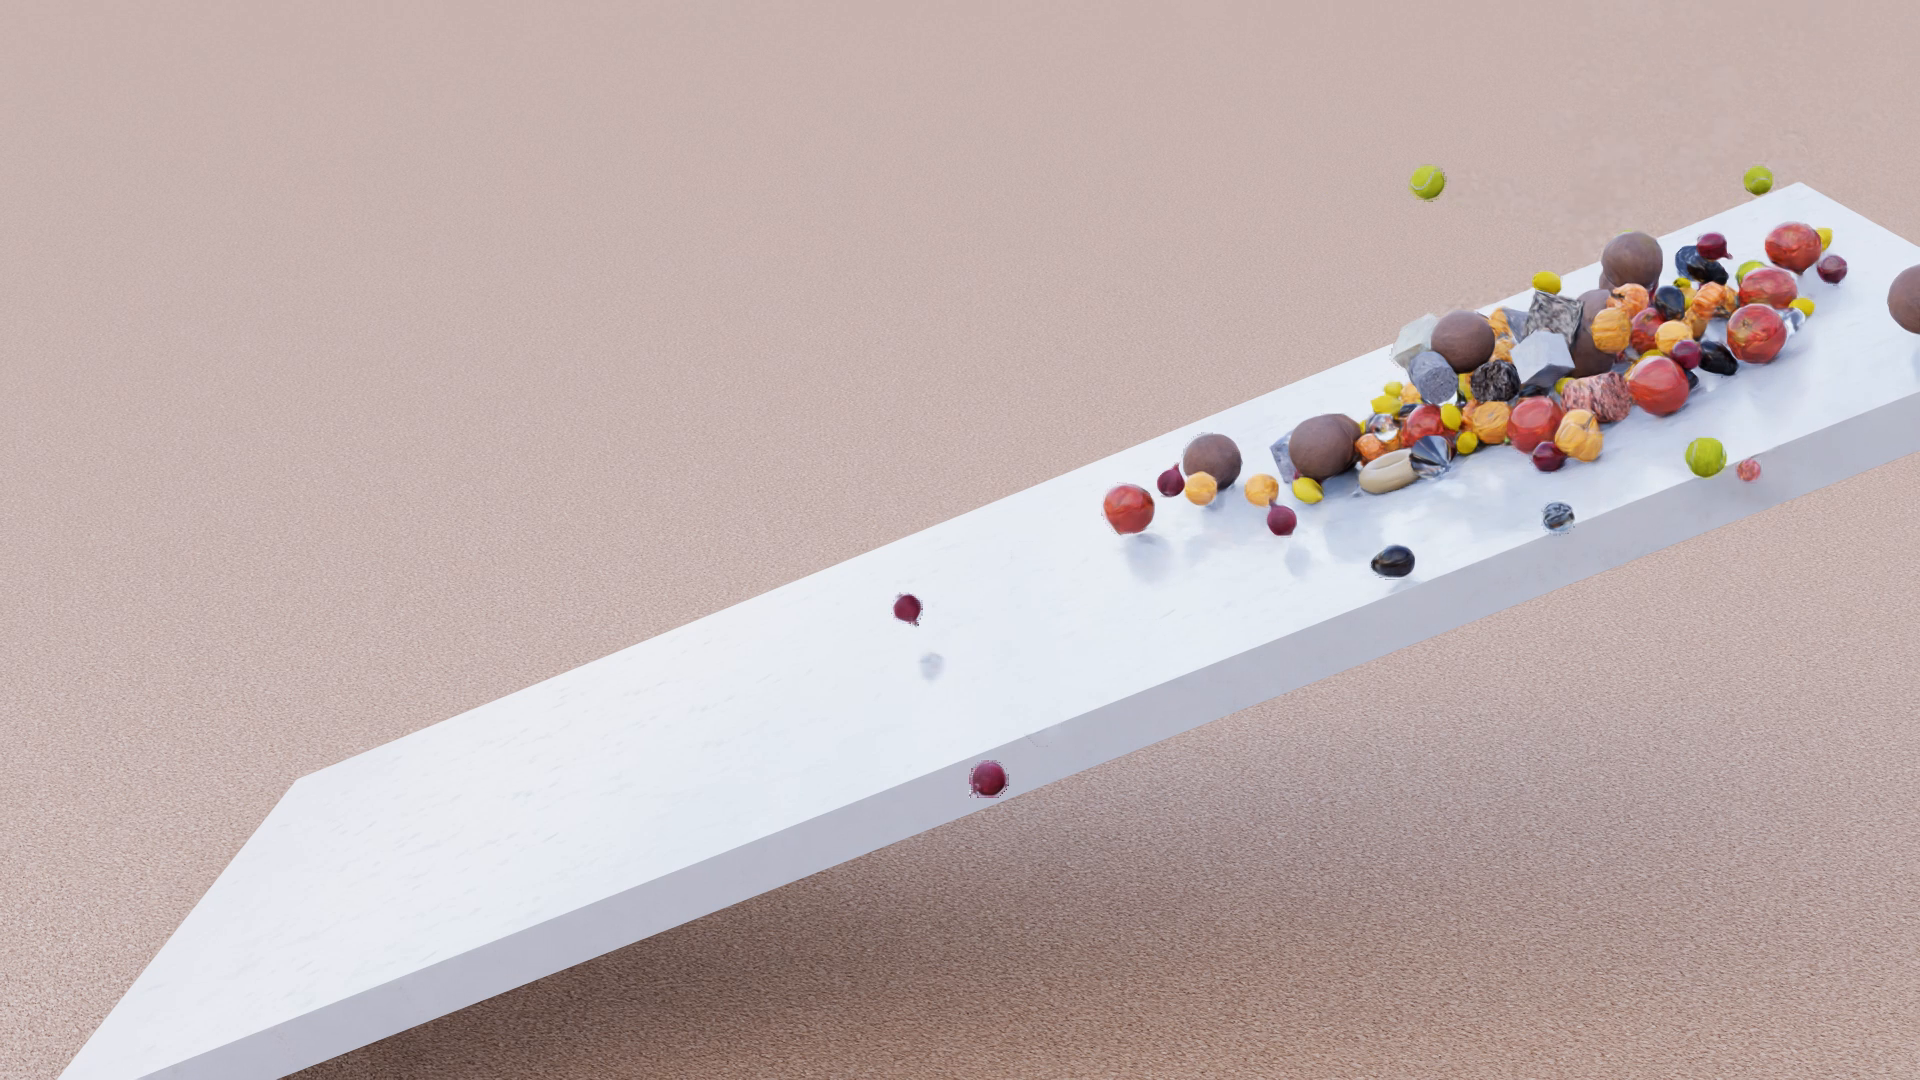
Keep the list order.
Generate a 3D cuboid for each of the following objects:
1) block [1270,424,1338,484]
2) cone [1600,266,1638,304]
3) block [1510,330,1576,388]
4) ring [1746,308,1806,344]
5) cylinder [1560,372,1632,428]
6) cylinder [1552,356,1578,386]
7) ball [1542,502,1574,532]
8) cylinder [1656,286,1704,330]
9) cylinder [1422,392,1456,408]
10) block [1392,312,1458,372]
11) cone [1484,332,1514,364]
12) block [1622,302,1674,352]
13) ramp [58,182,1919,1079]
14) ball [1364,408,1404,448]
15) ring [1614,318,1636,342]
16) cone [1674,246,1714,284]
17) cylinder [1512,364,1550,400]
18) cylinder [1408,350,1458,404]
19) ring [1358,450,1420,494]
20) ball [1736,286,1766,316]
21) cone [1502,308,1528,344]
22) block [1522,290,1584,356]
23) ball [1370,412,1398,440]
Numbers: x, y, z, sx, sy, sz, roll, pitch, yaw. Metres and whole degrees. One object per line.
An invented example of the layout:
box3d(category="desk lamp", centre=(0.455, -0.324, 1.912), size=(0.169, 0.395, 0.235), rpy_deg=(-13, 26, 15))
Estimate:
box3d(category="block", centre=(0.730, -0.183, 6.243), size=(0.089, 0.089, 0.089), rpy_deg=(-12, 17, 43))
box3d(category="cone", centre=(1.482, -0.543, 6.514), size=(0.092, 0.092, 0.092), rpy_deg=(-4, 36, -17))
box3d(category="block", centre=(1.138, -0.354, 5.749), size=(0.076, 0.076, 0.076), rpy_deg=(4, -31, -37))
box3d(category="ring", centre=(1.603, -0.422, 5.783), size=(0.119, 0.040, 0.119), rpy_deg=(-23, 13, 5))
box3d(category="cylinder", centre=(1.230, -0.270, 5.689), size=(0.095, 0.095, 0.095), rpy_deg=(-14, 3, -43))
box3d(category="cylinder", centre=(1.223, -0.377, 6.104), size=(0.087, 0.087, 0.087), rpy_deg=(-35, 8, 6))
box3d(category="ball", centre=(1.047, -0.040, 5.145), size=(0.055, 0.055, 0.055), rpy_deg=(0, 14, 0))
box3d(category="cylinder", centre=(1.492, -0.480, 6.099), size=(0.078, 0.078, 0.078), rpy_deg=(-2, -5, -7))
box3d(category="cylinder", centre=(0.975, -0.297, 5.988), size=(0.055, 0.055, 0.055), rpy_deg=(1, 13, 32))
box3d(category="block", centre=(1.010, -0.418, 6.383), size=(0.091, 0.091, 0.091), rpy_deg=(-28, 32, 48))
box3d(category="cone", centre=(1.191, -0.398, 6.371), size=(0.079, 0.079, 0.079), rpy_deg=(31, 23, 12))
box3d(category="block", centre=(1.422, -0.438, 6.071), size=(0.062, 0.062, 0.062), rpy_deg=(-38, -7, -40))
box3d(category="ramp", centre=(0.127, 0.172, 6.288), size=(4.000, 0.100, 2.000), rpy_deg=(-22, 12, 8))
box3d(category="ball", centre=(0.892, -0.236, 6.191), size=(0.082, 0.082, 0.082), rpy_deg=(0, 14, 0))
box3d(category="ring", centre=(1.428, -0.447, 6.231), size=(0.089, 0.030, 0.089), rpy_deg=(-22, 14, 6))
box3d(category="cone", centre=(1.590, -0.582, 6.430), size=(0.090, 0.090, 0.090), rpy_deg=(-2, -25, -9))
box3d(category="cylinder", centre=(1.169, -0.326, 6.065), size=(0.067, 0.067, 0.067), rpy_deg=(-8, 15, -29))
box3d(category="cylinder", centre=(0.950, -0.327, 5.911), size=(0.081, 0.081, 0.081), rpy_deg=(-2, 26, -9))
box3d(category="ring", centre=(0.869, -0.138, 5.899), size=(0.148, 0.049, 0.148), rpy_deg=(-21, 13, 5))
box3d(category="ball", centre=(1.612, -0.488, 6.000), size=(0.060, 0.060, 0.060), rpy_deg=(0, 14, 0))
box3d(category="cone", centre=(1.232, -0.484, 6.488), size=(0.099, 0.099, 0.099), rpy_deg=(39, 24, 8))
box3d(category="block", centre=(1.193, -0.432, 5.919), size=(0.099, 0.099, 0.099), rpy_deg=(16, -9, 14))
box3d(category="ball", centre=(0.848, -0.226, 5.880), size=(0.056, 0.056, 0.056), rpy_deg=(0, 14, 0))
